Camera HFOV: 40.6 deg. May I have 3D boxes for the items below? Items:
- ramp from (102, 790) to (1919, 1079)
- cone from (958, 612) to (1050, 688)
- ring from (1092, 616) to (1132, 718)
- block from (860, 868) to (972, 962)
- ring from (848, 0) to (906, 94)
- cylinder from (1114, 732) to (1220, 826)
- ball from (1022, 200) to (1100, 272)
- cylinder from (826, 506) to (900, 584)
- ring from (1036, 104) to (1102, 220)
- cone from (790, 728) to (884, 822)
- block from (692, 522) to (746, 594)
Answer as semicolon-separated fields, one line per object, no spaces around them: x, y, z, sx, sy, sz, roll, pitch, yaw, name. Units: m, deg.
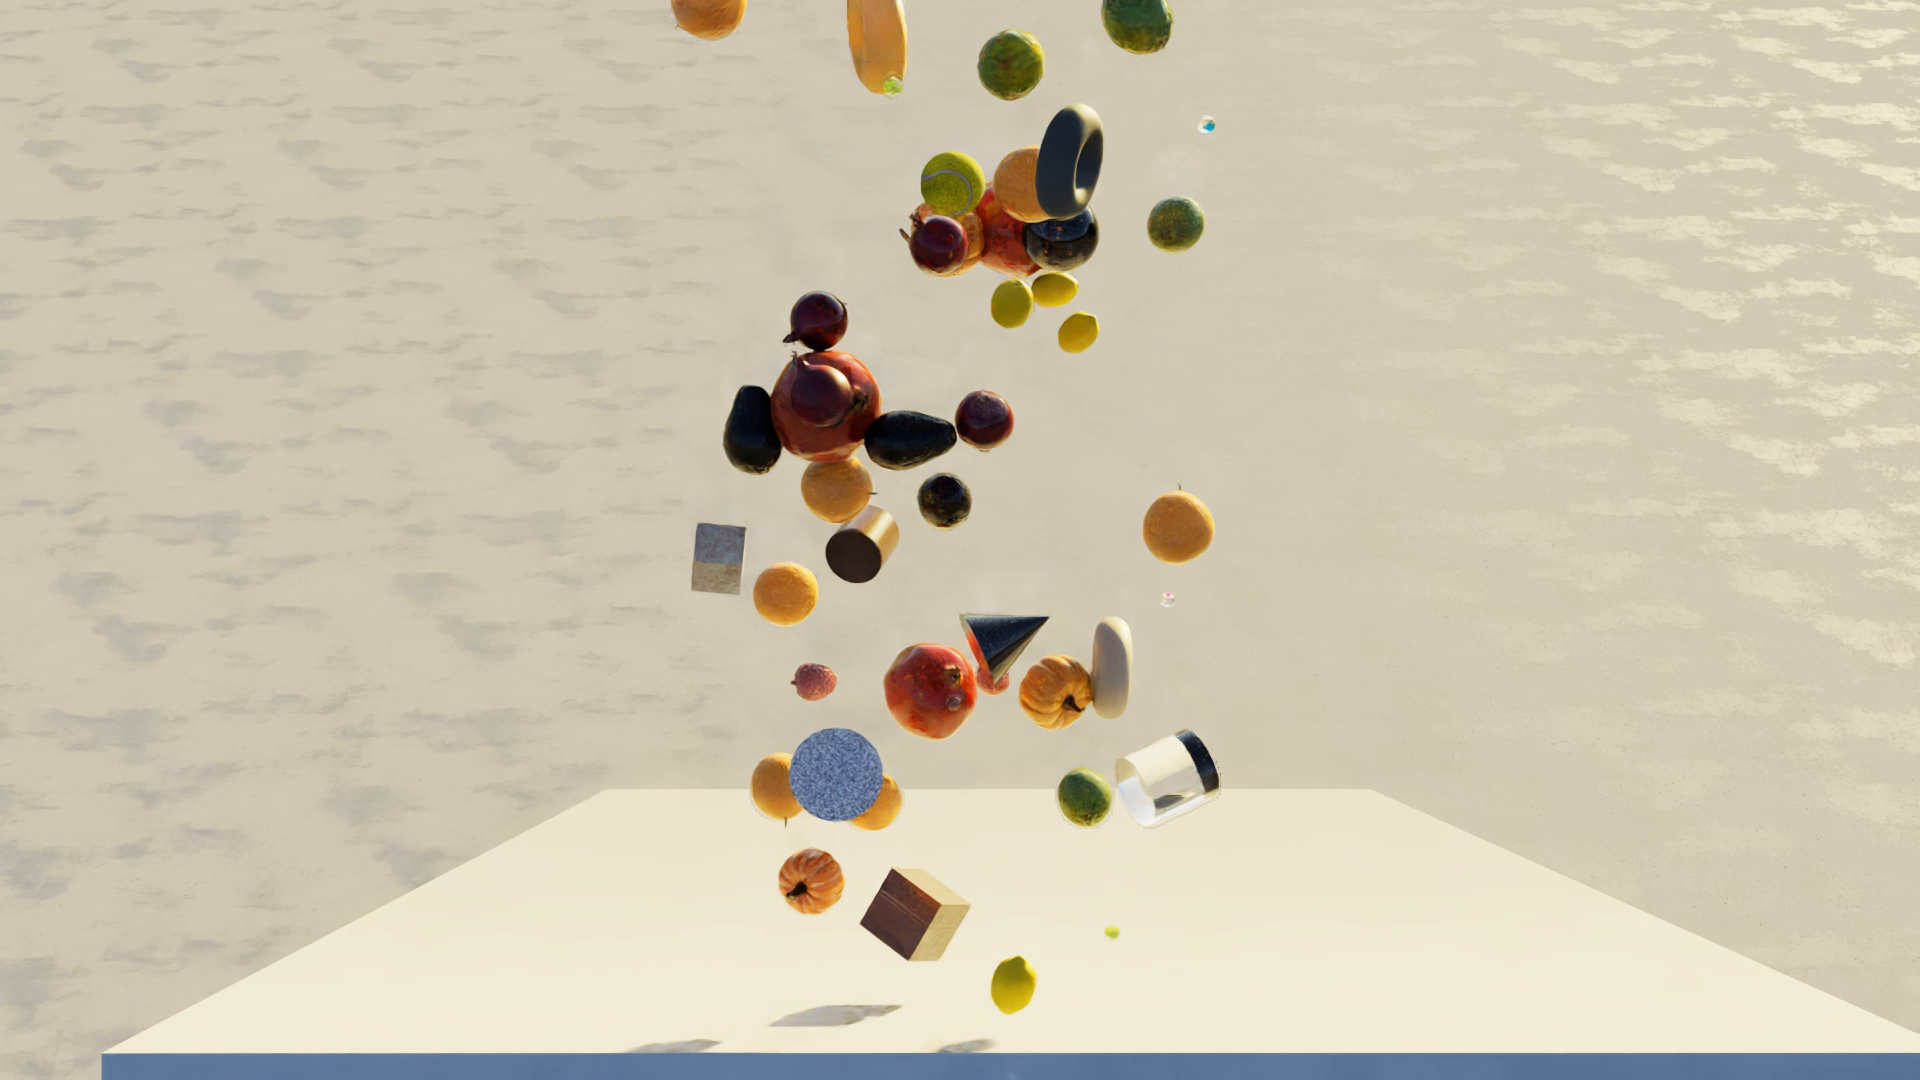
0.075;0.652;4.793;2.000;0.100;4.000;0;-1;0;ramp
0.060;0.104;2.907;0.092;0.092;0.092;-25;38;-7;cone
0.180;0.152;3.082;0.041;0.122;0.122;3;34;-2;ring
-0.054;0.456;3.164;0.081;0.081;0.081;33;8;26;block
-0.085;-0.519;2.653;0.042;0.126;0.126;-9;35;-13;ring
0.216;0.248;2.708;0.078;0.078;0.078;-17;37;-29;cylinder
0.107;-0.326;2.754;0.084;0.084;0.084;0;34;0;ball
-0.102;0.004;2.727;0.062;0.062;0.062;10;28;14;cylinder
0.097;-0.334;2.291;0.035;0.104;0.104;15;37;19;ring
-0.130;0.243;2.747;0.098;0.098;0.098;-1;1;-2;cone
-0.257;0.020;2.761;0.052;0.052;0.052;5;52;-4;block
